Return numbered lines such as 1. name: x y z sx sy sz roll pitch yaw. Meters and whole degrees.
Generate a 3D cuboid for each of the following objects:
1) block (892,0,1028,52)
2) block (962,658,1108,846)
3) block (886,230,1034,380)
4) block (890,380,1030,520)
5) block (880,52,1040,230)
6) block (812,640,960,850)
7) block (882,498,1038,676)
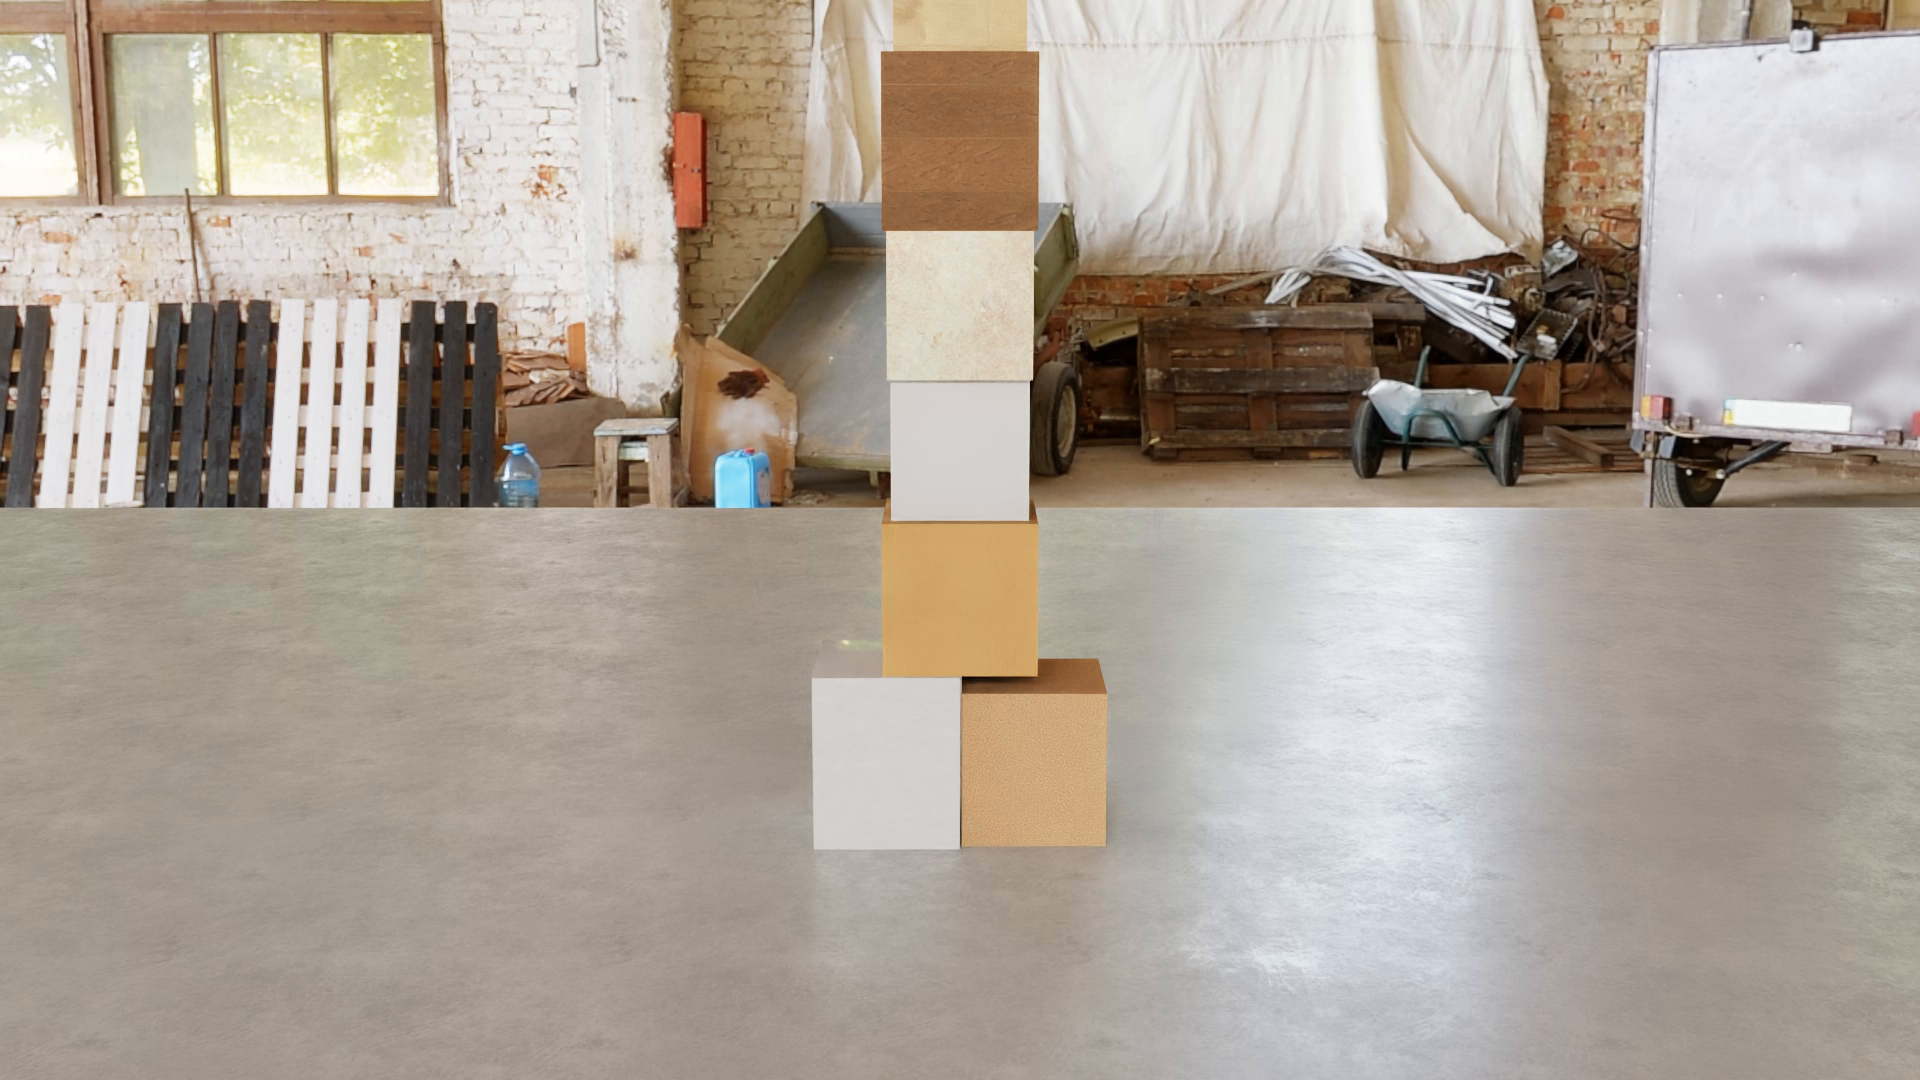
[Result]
1. block: 0.001 -2.630 10.697 0.635 0.518 0.620 0 10 0
2. block: 0.371 1.086 11.384 0.725 0.790 0.760 0 10 0
3. block: 0.000 -1.192 10.964 0.710 0.720 0.679 0 10 0
4. block: 0.000 -0.492 11.091 0.681 0.701 0.580 0 10 0
5. block: 0.001 -1.962 10.830 0.752 0.844 0.701 0 10 0
6. block: -0.368 1.042 11.369 0.732 0.882 0.849 0 10 0
7. block: 0.000 0.228 11.233 0.769 0.767 0.791 0 10 0
